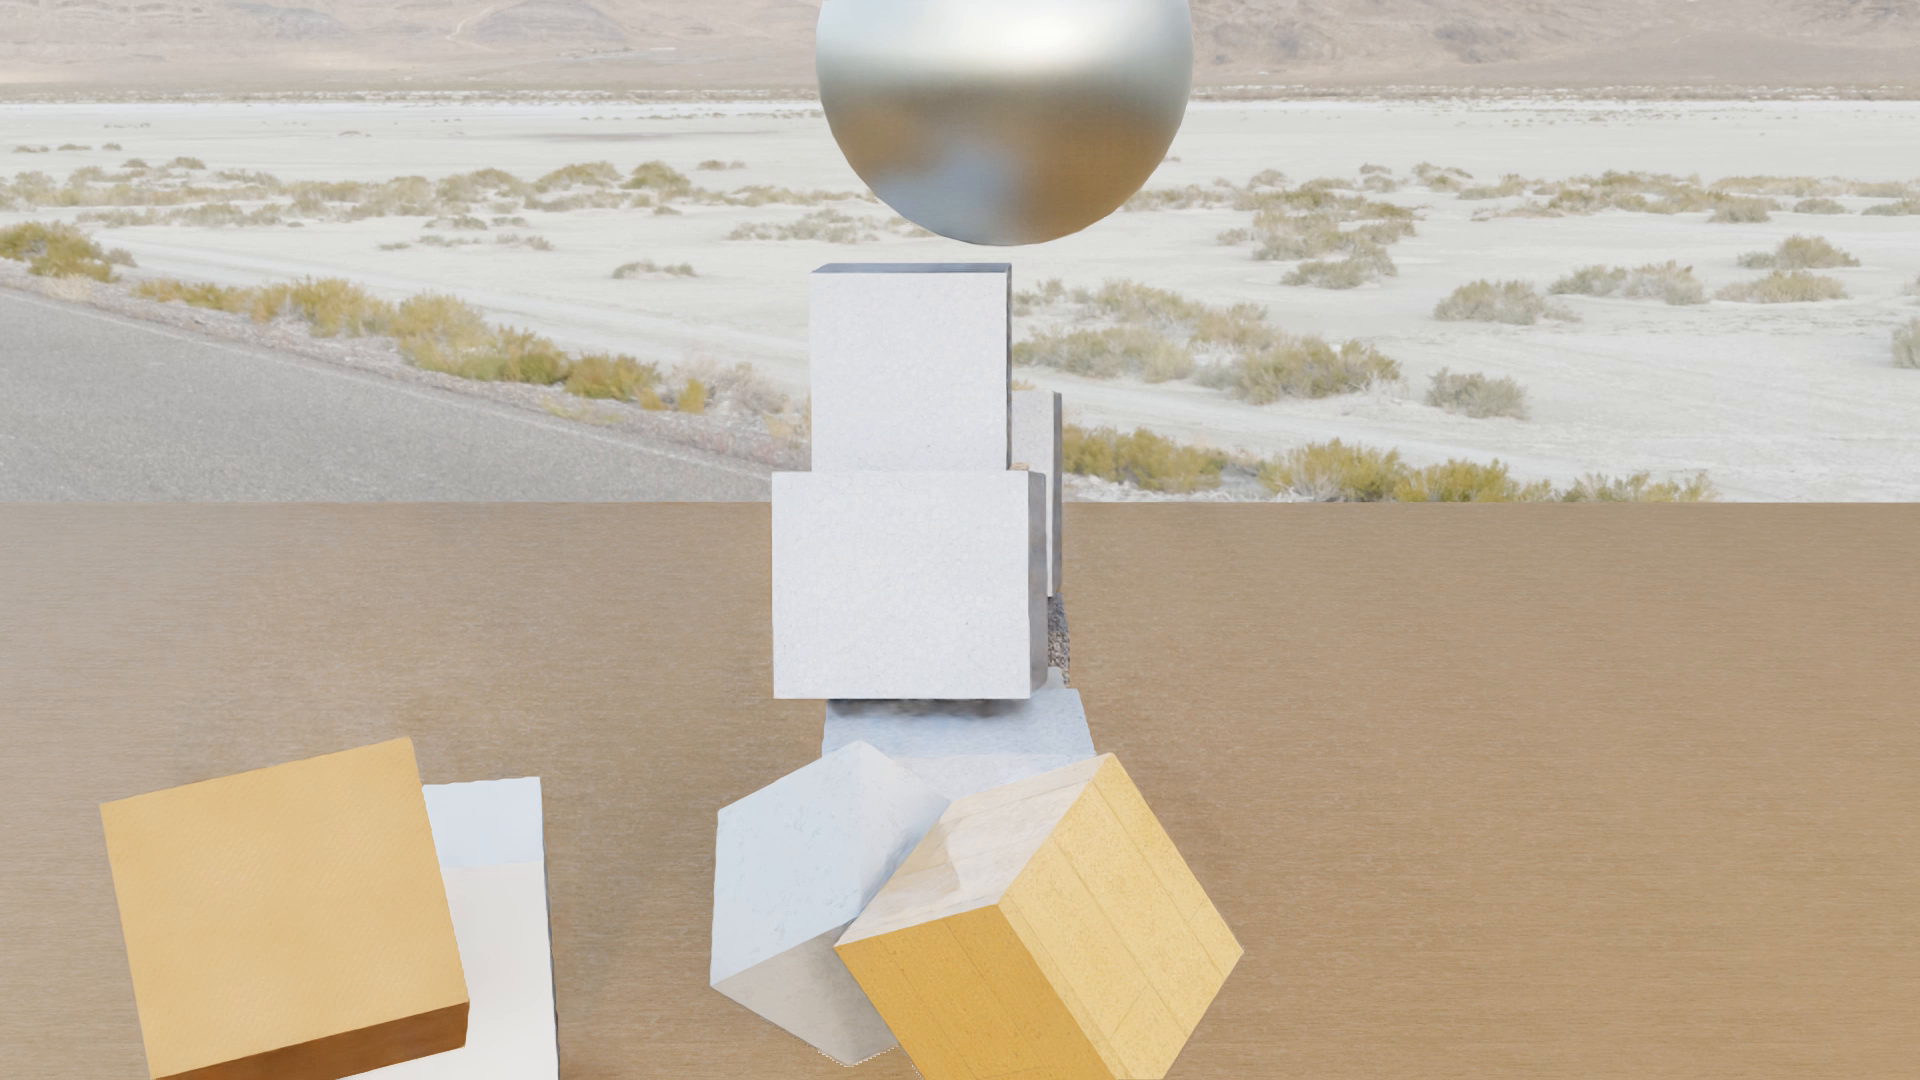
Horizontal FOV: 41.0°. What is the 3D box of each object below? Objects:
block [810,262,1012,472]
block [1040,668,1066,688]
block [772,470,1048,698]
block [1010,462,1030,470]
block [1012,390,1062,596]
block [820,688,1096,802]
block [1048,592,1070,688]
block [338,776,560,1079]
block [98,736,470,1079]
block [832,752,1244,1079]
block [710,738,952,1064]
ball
[{"bbox_3d":[-0.200,-0.738,11.283,0.831,0.913,0.828,0,9,3],"label":"block"},{"bbox_3d":[-0.040,1.104,10.916,0.989,0.921,0.970,0,10,-1],"label":"block"},{"bbox_3d":[-0.177,0.165,10.329,0.987,0.868,1.036,0,1,6],"label":"block"},{"bbox_3d":[-0.075,0.027,11.519,0.752,0.669,0.682,1,10,4],"label":"block"},{"bbox_3d":[0.012,-0.236,12.394,0.918,0.954,0.999,0,2,5],"label":"block"},{"bbox_3d":[-0.016,1.214,9.915,1.000,1.064,1.028,0,10,-1],"label":"block"},{"bbox_3d":[-0.008,0.858,11.845,0.980,1.074,0.884,0,10,0],"label":"block"},{"bbox_3d":[-1.844,1.449,8.716,0.901,0.986,0.977,-4,11,-9],"label":"block"},{"bbox_3d":[-1.981,1.161,7.603,0.875,0.792,0.841,-12,-17,-16],"label":"block"},{"bbox_3d":[0.224,1.121,7.028,0.623,0.697,0.681,-22,17,41],"label":"block"},{"bbox_3d":[-0.314,1.078,7.598,0.566,0.609,0.604,-29,-48,28],"label":"block"},{"bbox_3d":[0.189,-2.038,10.810,1.600,1.600,1.600,0,10,0],"label":"ball"}]
